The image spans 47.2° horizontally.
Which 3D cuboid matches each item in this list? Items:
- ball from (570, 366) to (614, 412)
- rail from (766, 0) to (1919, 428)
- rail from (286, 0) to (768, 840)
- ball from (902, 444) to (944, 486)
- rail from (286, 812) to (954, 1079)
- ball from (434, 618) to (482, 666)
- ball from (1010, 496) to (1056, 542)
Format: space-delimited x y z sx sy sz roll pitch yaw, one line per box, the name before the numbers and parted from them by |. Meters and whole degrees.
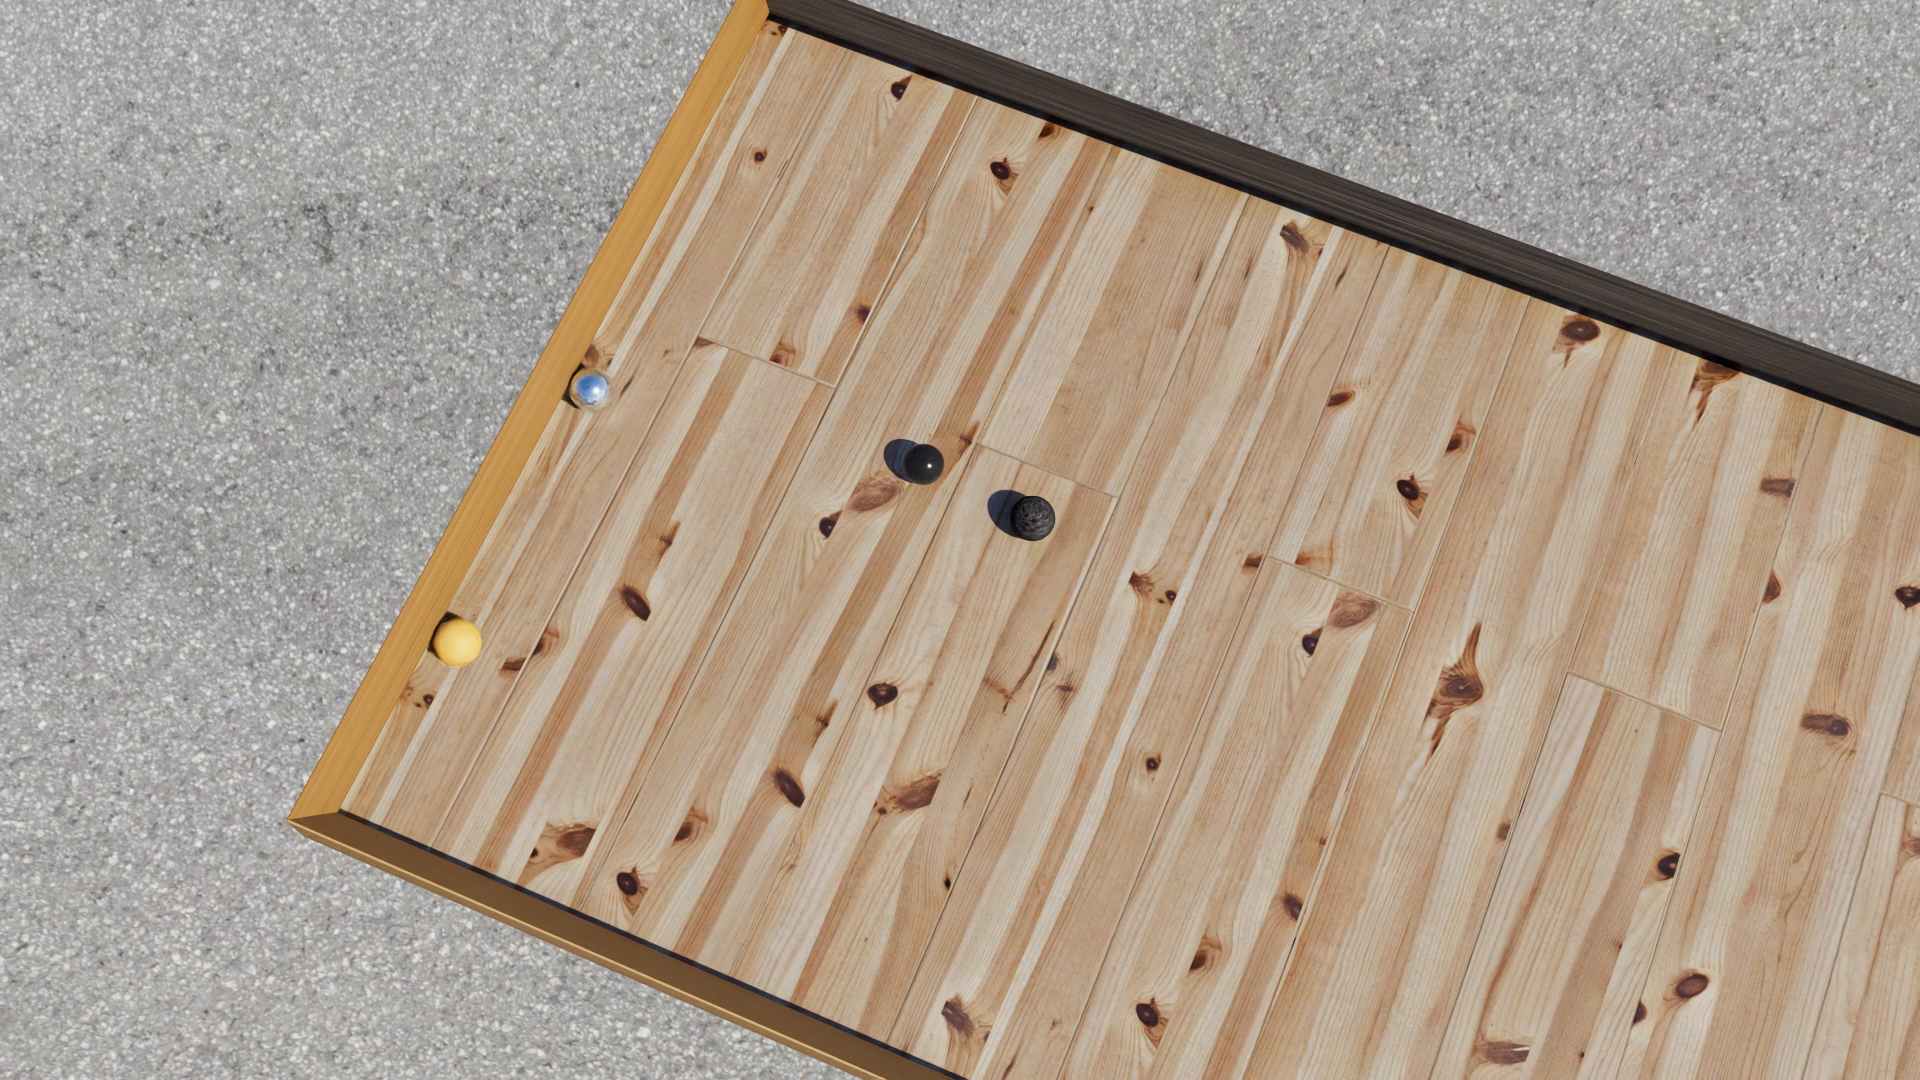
ball | -0.597 -0.245 3.571 0.073 0.073 0.073 0 68 0
rail | 0.986 -0.422 3.627 2.936 0.097 0.045 21 70 8
rail | -0.654 -0.263 3.564 0.045 0.097 1.641 21 70 8
ball | -0.058 -0.121 3.525 0.067 0.067 0.067 0 68 0
rail | 0.365 0.944 3.089 2.936 0.097 0.045 21 70 8
ball | -0.779 0.159 3.411 0.074 0.074 0.074 0 68 0
ball | 0.115 -0.034 3.488 0.073 0.073 0.073 0 68 0
